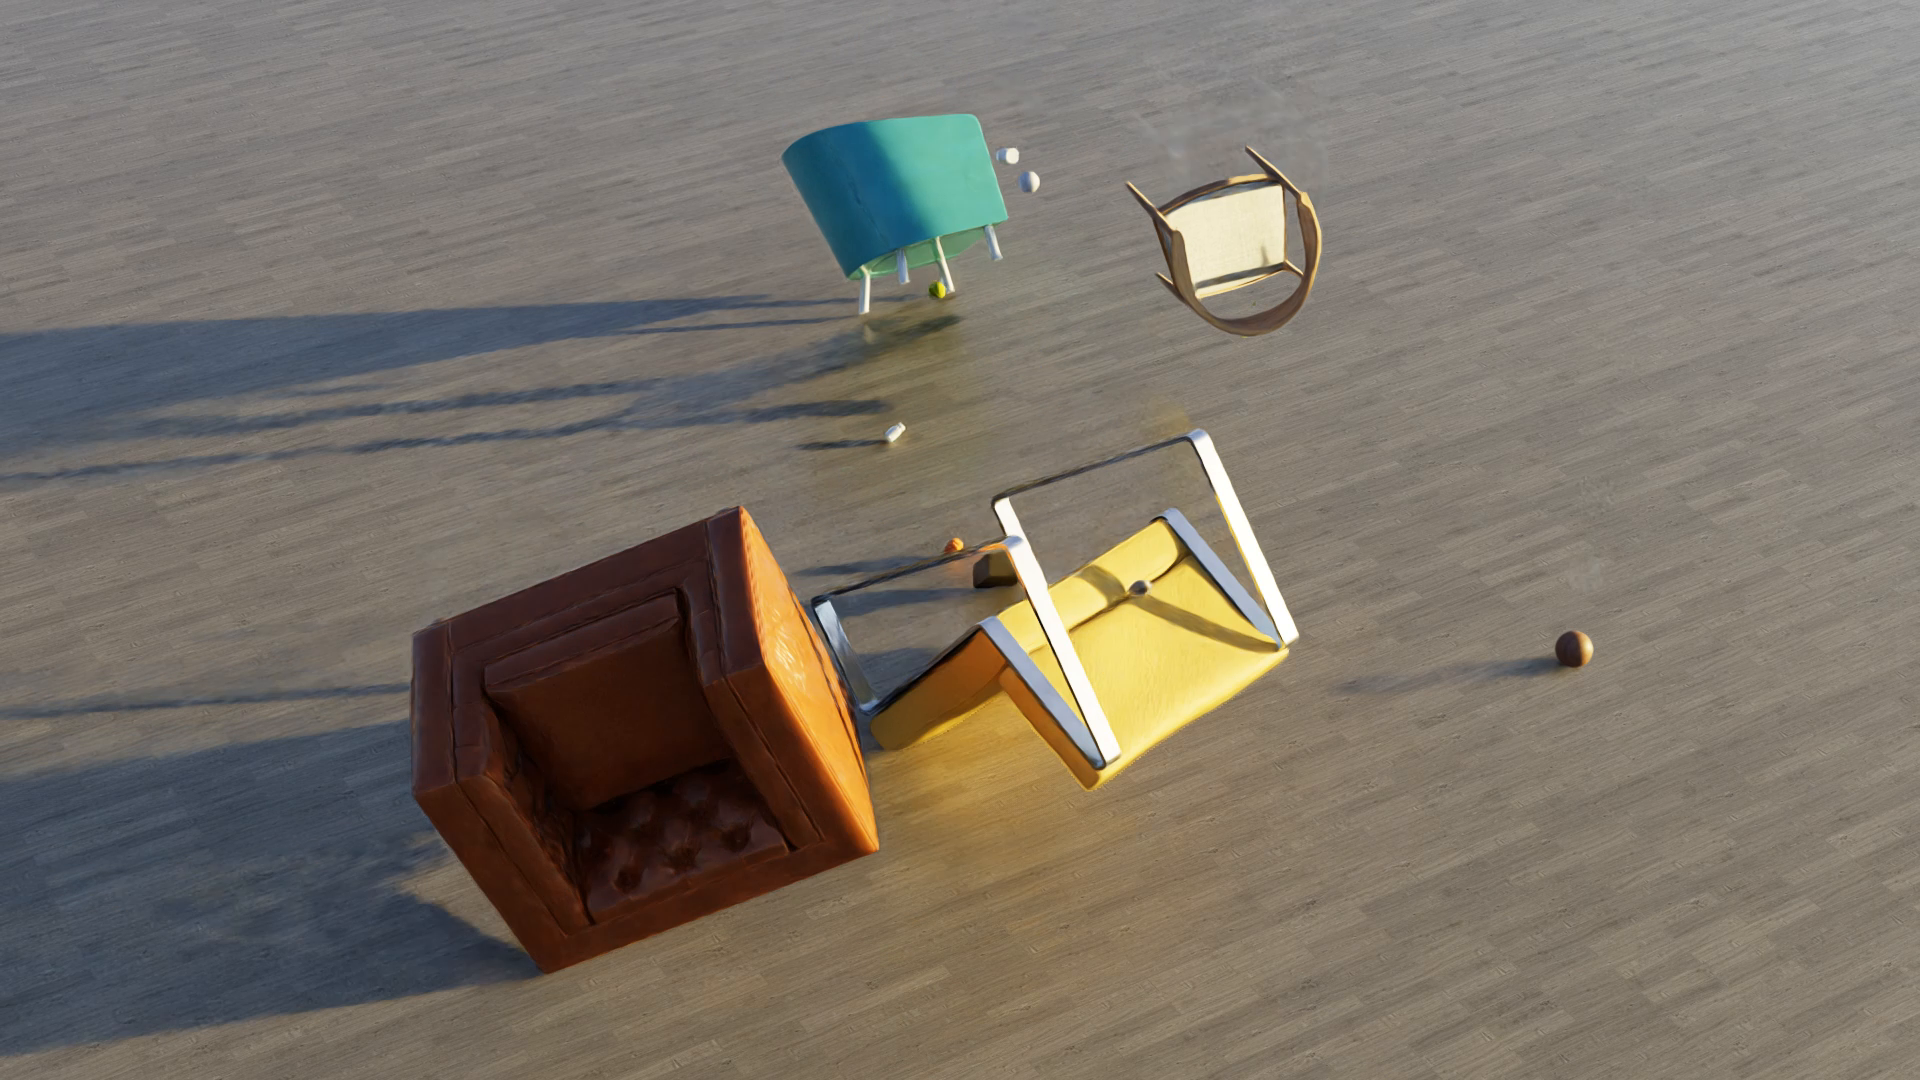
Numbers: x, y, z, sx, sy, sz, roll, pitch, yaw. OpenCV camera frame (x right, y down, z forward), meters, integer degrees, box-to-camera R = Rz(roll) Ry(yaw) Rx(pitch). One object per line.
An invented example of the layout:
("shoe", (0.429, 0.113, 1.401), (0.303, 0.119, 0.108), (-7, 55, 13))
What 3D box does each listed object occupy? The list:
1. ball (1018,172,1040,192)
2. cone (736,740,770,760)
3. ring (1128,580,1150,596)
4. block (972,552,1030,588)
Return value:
("ball", (0.262, -1.369, 11.218), (0.082, 0.082, 0.082), (0, 33, 0))
("cone", (-0.684, 0.719, 9.825), (0.114, 0.067, 0.061), (22, 2, 3))
("ring", (0.554, 0.148, 9.050), (0.061, 0.081, 0.028), (11, 58, -41))
("block", (0.147, 0.109, 10.576), (0.147, 0.082, 0.209), (-1, -12, -16))
